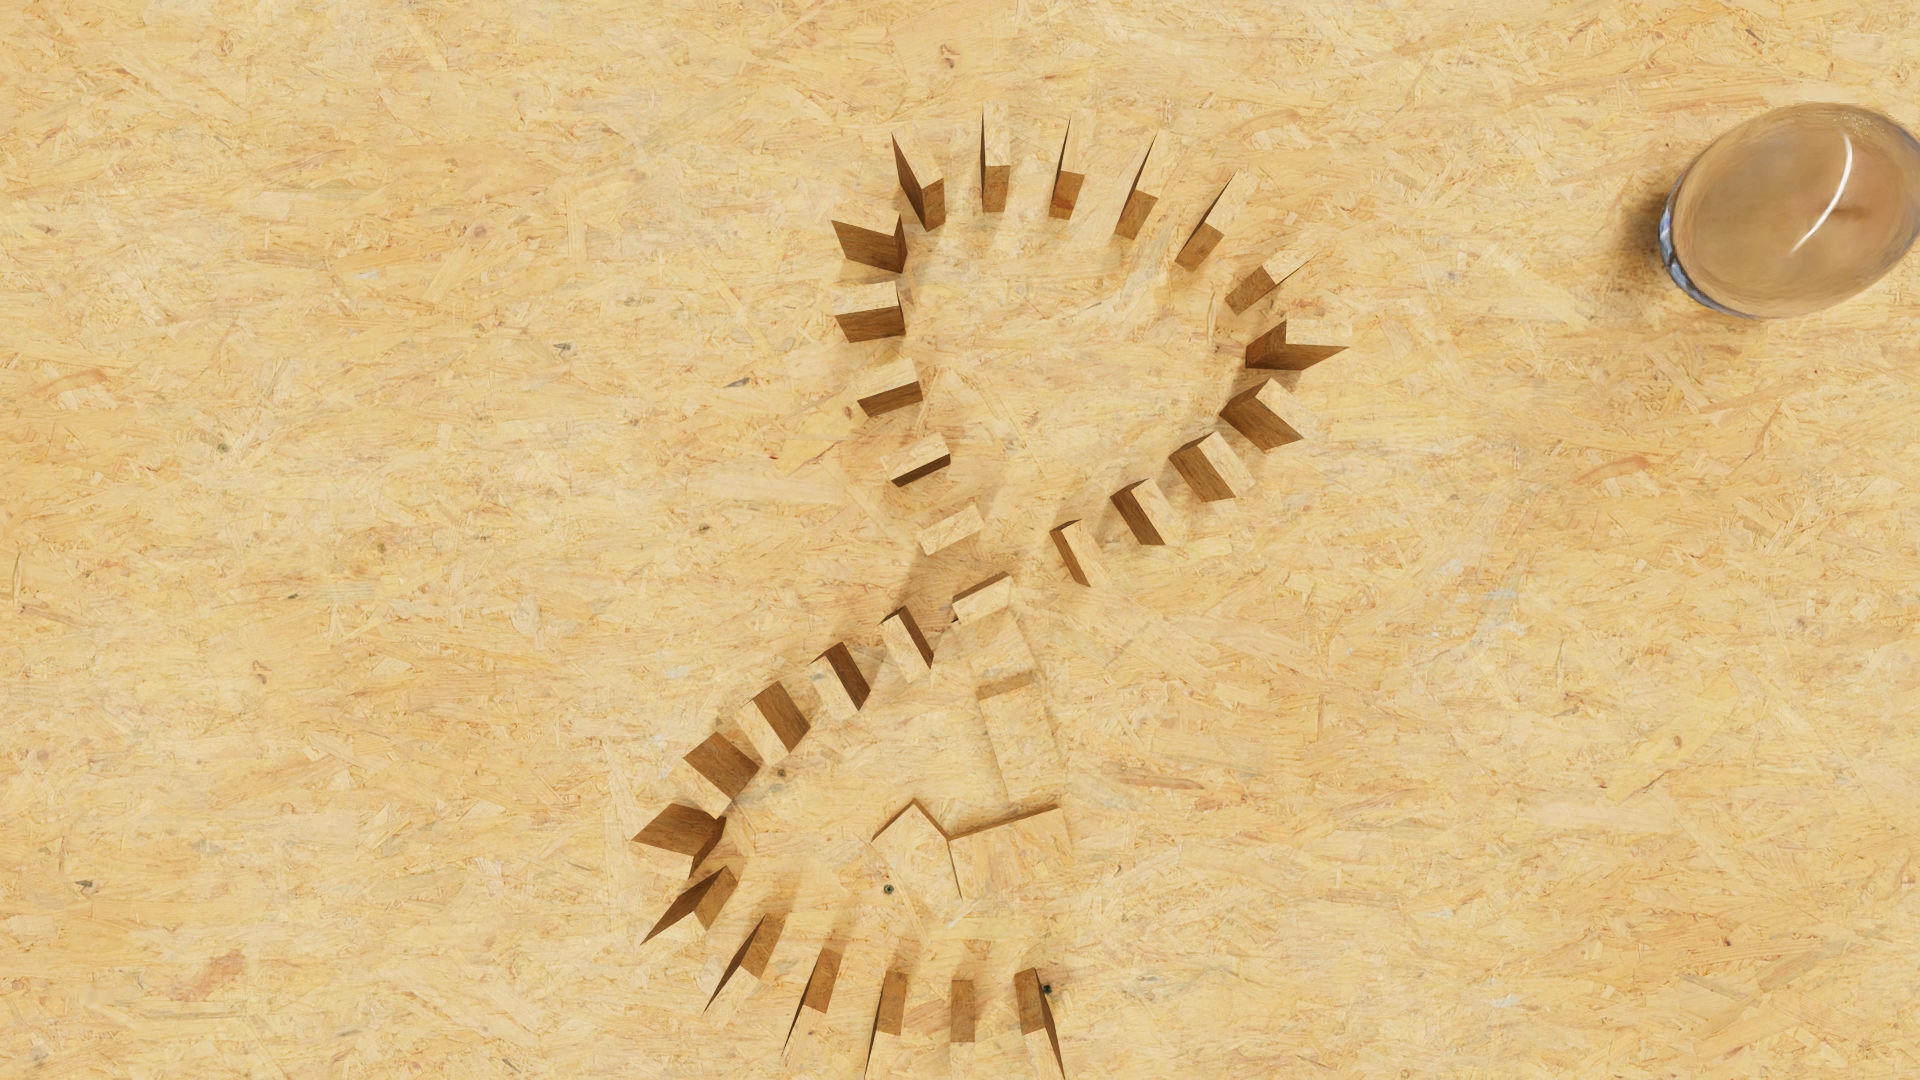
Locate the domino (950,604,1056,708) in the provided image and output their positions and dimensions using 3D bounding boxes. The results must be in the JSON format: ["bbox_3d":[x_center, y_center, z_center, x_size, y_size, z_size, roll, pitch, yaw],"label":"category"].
[{"bbox_3d":[0.018,0.053,0.395,0.025,0.009,0.050,-26,90,0],"label":"domino"}]

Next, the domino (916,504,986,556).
[{"bbox_3d":[-0.003,-0.004,0.375,0.025,0.050,0.010,-27,90,0],"label":"domino"}]

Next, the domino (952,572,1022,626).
[{"bbox_3d":[0.010,0.023,0.375,0.025,0.050,0.010,-26,90,0],"label":"domino"}]

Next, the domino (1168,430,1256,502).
[{"bbox_3d":[0.102,-0.029,0.375,0.010,0.050,0.025,-37,90,0],"label":"domino"}]

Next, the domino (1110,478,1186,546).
[{"bbox_3d":[0.076,-0.011,0.375,0.010,0.050,0.025,-33,90,0],"label":"domino"}]

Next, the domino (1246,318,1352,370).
[{"bbox_3d":[0.137,-0.079,0.375,0.025,0.050,0.009,3,90,0],"label":"domino"}]

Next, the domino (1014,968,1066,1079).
[{"bbox_3d":[0.032,0.200,0.375,0.010,0.050,0.025,-20,90,0],"label":"domino"}]

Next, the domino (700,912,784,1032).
[{"bbox_3d":[-0.088,0.175,0.375,0.009,0.050,0.025,37,90,0],"label":"domino"}]

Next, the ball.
[{"bbox_3d":[0.325,-0.128,0.360,0.080,0.080,0.080,0,90,0],"label":"ball"}]

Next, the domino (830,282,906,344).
[{"bbox_3d":[-0.037,-0.092,0.375,0.025,0.050,0.009,-9,90,0],"label":"domino"}]

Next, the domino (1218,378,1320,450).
[{"bbox_3d":[0.125,-0.050,0.375,0.025,0.050,0.010,40,90,0],"label":"domino"}]

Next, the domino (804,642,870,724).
[{"bbox_3d":[-0.049,0.057,0.375,0.009,0.050,0.025,-30,90,0],"label":"domino"}]

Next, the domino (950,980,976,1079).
[{"bbox_3d":[0.001,0.204,0.375,0.009,0.050,0.025,0,90,0],"label":"domino"}]

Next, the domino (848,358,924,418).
[{"bbox_3d":[-0.029,-0.062,0.375,0.025,0.050,0.010,-18,90,0],"label":"domino"}]

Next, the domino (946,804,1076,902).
[{"bbox_3d":[0.021,0.133,0.389,0.050,0.009,0.025,-13,84,-11],"label":"domino"}]

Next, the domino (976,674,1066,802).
[{"bbox_3d":[0.026,0.084,0.388,0.025,0.010,0.050,-18,107,-3],"label":"domino"}]

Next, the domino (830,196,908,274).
[{"bbox_3d":[-0.036,-0.124,0.375,0.025,0.050,0.009,15,90,0],"label":"domino"}]

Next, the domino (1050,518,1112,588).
[{"bbox_3d":[0.049,0.005,0.375,0.009,0.050,0.025,-28,90,0],"label":"domino"}]

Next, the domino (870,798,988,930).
[{"bbox_3d":[-0.012,0.139,0.395,0.025,0.010,0.050,-42,90,0],"label":"domino"}]

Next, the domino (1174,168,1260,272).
[{"bbox_3d":[0.104,-0.130,0.375,0.009,0.050,0.025,33,90,0],"label":"domino"}]

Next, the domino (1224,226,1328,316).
[{"bbox_3d":[0.128,-0.109,0.375,0.025,0.050,0.009,-37,90,0],"label":"domino"}]

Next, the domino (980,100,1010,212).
[{"bbox_3d":[0.014,-0.156,0.375,0.009,0.050,0.025,-3,90,0],"label":"domino"}]

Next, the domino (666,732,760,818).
[{"bbox_3d":[-0.100,0.095,0.375,0.025,0.050,0.010,40,90,0],"label":"domino"}]

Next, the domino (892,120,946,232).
[{"bbox_3d":[-0.016,-0.147,0.375,0.009,0.050,0.025,-28,90,0],"label":"domino"}]

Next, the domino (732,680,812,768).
[{"bbox_3d":[-0.076,0.074,0.375,0.009,0.050,0.025,-35,90,0],"label":"domino"}]

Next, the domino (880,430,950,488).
[{"bbox_3d":[-0.017,-0.032,0.375,0.025,0.050,0.009,-25,90,0],"label":"domino"}]

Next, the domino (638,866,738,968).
[{"bbox_3d":[-0.110,0.153,0.375,0.025,0.050,0.009,-33,90,0],"label":"domino"}]

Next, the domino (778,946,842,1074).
[{"bbox_3d":[-0.060,0.191,0.375,0.010,0.050,0.025,23,90,0],"label":"domino"}]

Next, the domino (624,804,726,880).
[{"bbox_3d":[-0.115,0.123,0.375,0.025,0.050,0.010,15,90,0],"label":"domino"}]

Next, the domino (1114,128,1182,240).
[{"bbox_3d":[0.076,-0.144,0.375,0.009,0.050,0.025,21,90,0],"label":"domino"}]

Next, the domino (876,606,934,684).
[{"bbox_3d":[-0.022,0.042,0.375,0.010,0.050,0.025,-30,90,0],"label":"domino"}]

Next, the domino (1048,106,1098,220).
[{"bbox_3d":[0.046,-0.153,0.375,0.009,0.050,0.025,11,90,0],"label":"domino"}]

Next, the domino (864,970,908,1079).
[{"bbox_3d":[-0.030,0.201,0.375,0.009,0.050,0.025,14,90,0],"label":"domino"}]
